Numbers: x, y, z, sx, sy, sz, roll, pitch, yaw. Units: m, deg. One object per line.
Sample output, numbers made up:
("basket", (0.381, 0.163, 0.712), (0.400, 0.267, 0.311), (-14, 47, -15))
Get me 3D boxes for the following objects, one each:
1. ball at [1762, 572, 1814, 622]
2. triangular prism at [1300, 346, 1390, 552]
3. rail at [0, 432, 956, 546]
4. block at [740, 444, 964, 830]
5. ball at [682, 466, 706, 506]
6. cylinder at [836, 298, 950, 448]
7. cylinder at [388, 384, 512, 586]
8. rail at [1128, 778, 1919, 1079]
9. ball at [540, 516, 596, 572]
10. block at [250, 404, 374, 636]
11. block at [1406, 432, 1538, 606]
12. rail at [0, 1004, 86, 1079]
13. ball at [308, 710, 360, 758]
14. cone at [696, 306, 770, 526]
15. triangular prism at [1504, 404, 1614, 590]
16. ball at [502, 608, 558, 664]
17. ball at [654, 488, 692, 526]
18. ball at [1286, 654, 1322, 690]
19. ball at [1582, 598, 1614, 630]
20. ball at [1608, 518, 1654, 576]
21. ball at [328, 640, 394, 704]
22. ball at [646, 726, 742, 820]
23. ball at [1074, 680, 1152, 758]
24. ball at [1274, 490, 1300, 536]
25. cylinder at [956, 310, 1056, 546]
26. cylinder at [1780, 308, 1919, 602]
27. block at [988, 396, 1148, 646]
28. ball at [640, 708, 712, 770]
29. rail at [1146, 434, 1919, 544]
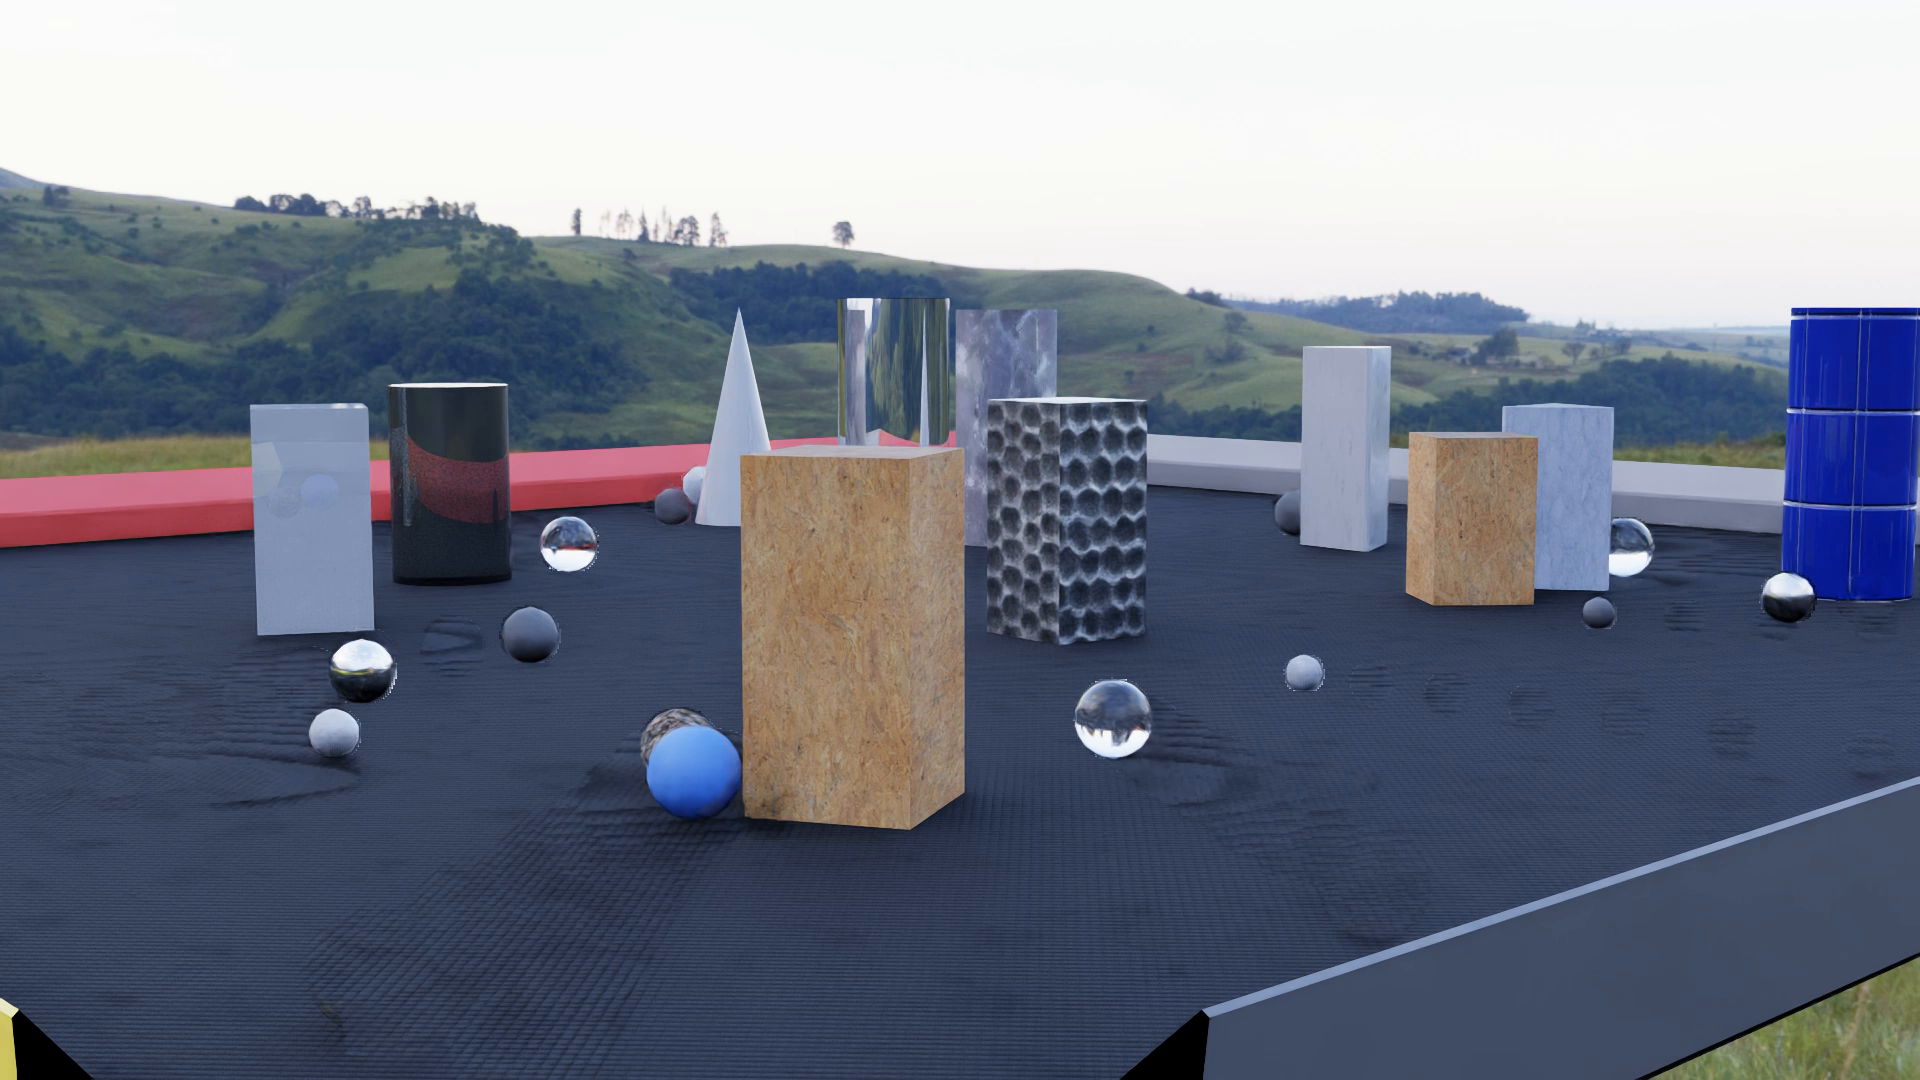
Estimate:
("ball", (1.179, 0.082, 3.133), (0.071, 0.071, 0.071), (0, 6, 0))
("triangular prism", (0.755, -0.176, 4.138), (0.145, 0.374, 0.167), (-5, 8, -37))
("rail", (-1.202, -0.103, 4.627), (3.806, 0.125, 0.045), (-6, 8, -42))
("block", (-0.093, 0.080, 1.966), (0.154, 0.319, 0.154), (2, 6, 18))
("ball", (-0.550, -0.115, 4.704), (0.089, 0.089, 0.089), (0, 6, 0))
("cylinder", (-0.114, -0.184, 3.787), (0.193, 0.462, 0.193), (0, 6, 0))
("cylinder", (-0.840, -0.095, 3.622), (0.193, 0.320, 0.193), (0, 6, 0))
("rail", (1.202, 0.169, 2.037), (3.806, 0.125, 0.045), (-6, 8, -42))
("ball", (-0.664, 0.007, 3.732), (0.095, 0.095, 0.095), (0, 6, 0))
("block", (-0.911, -0.033, 3.089), (0.154, 0.309, 0.154), (-2, 6, -18))
("block", (0.785, -0.036, 3.381), (0.154, 0.253, 0.154), (0, 6, -4))
("rail", (-1.381, 0.166, 2.065), (0.045, 0.125, 3.591), (-6, 8, -42))
("ball", (-0.623, 0.193, 2.190), (0.048, 0.048, 0.048), (0, 6, 0))
("cone", (-0.460, -0.263, 4.598), (0.193, 0.450, 0.193), (0, 6, 0))
("triangular prism", (0.962, -0.073, 3.564), (0.167, 0.290, 0.145), (1, 6, 13))
("ball", (-0.542, 0.120, 2.773), (0.070, 0.070, 0.070), (0, 6, 0))
("ball", (-0.592, -0.068, 4.532), (0.077, 0.077, 0.077), (0, 6, 0))
("ball", (0.402, 0.155, 2.571), (0.042, 0.042, 0.042), (0, 6, 0))
("ball", (0.890, 0.102, 3.066), (0.044, 0.044, 0.044), (0, 6, 0))
("ball", (1.066, 0.011, 3.534), (0.094, 0.094, 0.094), (0, 6, 0))
("ball", (-0.678, 0.149, 2.493), (0.072, 0.072, 0.072), (0, 6, 0))
("ball", (-0.229, 0.201, 1.901), (0.082, 0.082, 0.082), (0, 6, 0))
("ball", (0.153, 0.178, 2.187), (0.078, 0.078, 0.078), (0, 6, 0))
("ball", (0.664, -0.053, 4.328), (0.089, 0.089, 0.089), (0, 6, 0))
("cylinder", (0.088, -0.217, 4.196), (0.193, 0.443, 0.193), (0, 6, 0))
("cylinder", (1.388, -0.137, 3.423), (0.193, 0.447, 0.193), (0, 6, 0))
("block", (0.146, -0.031, 3.011), (0.154, 0.321, 0.154), (-5, 8, -37))
("ball", (-0.263, 0.194, 2.058), (0.072, 0.072, 0.072), (0, 6, 0))
("rail", (1.381, -0.101, 4.599), (0.045, 0.125, 3.591), (-6, 8, -42))
